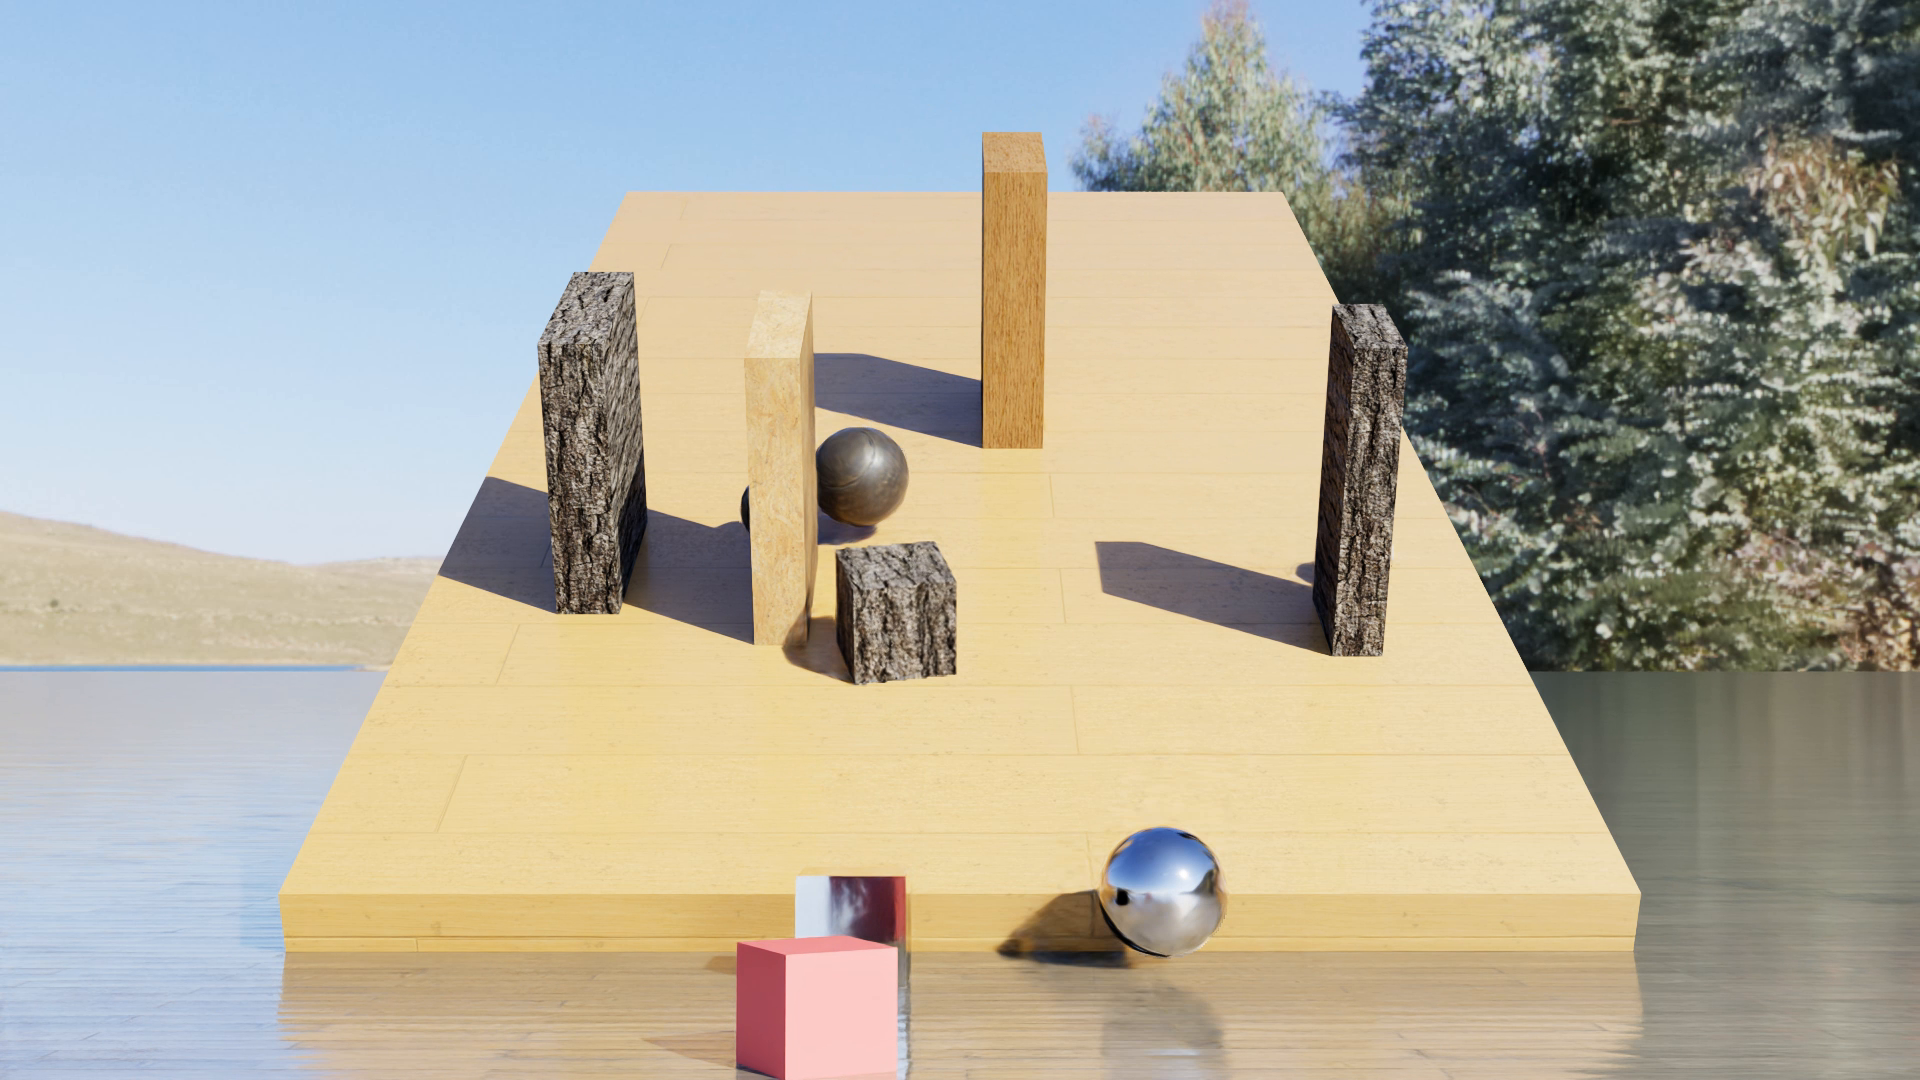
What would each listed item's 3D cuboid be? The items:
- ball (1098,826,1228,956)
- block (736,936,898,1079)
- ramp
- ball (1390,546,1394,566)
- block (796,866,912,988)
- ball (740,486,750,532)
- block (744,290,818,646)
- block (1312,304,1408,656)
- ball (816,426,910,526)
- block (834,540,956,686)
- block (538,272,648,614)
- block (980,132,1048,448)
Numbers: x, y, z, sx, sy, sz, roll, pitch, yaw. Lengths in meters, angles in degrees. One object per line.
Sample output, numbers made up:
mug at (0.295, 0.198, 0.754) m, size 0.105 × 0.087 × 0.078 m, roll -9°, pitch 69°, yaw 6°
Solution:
ball at (0.284, 0.492, 3.249) m, size 0.182 × 0.182 × 0.182 m, roll 0°, pitch -3°, yaw 0°
block at (-0.153, 0.494, 2.458) m, size 0.128 × 0.128 × 0.128 m, roll 2°, pitch -4°, yaw -29°
ramp at (-0.008, -0.226, 5.255) m, size 2.000 × 0.100 × 4.000 m, roll 0°, pitch 23°, yaw 0°
ball at (0.761, 0.024, 4.397) m, size 0.123 × 0.123 × 0.123 m, roll 0°, pitch -3°, yaw 0°
block at (-0.143, 0.522, 3.133) m, size 0.146 × 0.146 × 0.146 m, roll 0°, pitch -3°, yaw 2°
ball at (-0.360, -0.062, 4.559) m, size 0.146 × 0.146 × 0.146 m, roll 0°, pitch -3°, yaw 0°
block at (-0.322, -0.138, 4.234) m, size 0.094 × 0.544 × 0.391 m, roll 0°, pitch 23°, yaw 0°
block at (0.708, -0.106, 4.123) m, size 0.090 × 0.578 × 0.246 m, roll 0°, pitch 23°, yaw 0°
ball at (-0.199, -0.125, 4.577) m, size 0.199 × 0.199 × 0.199 m, roll 0°, pitch -3°, yaw 0°
block at (-0.114, 0.127, 4.080) m, size 0.181 × 0.181 × 0.181 m, roll -5°, pitch 24°, yaw -12°
block at (-0.688, -0.191, 4.378) m, size 0.115 × 0.525 × 0.440 m, roll 0°, pitch 23°, yaw 0°
block at (0.116, -0.554, 5.110) m, size 0.132 × 0.616 × 0.360 m, roll 0°, pitch 23°, yaw 0°
